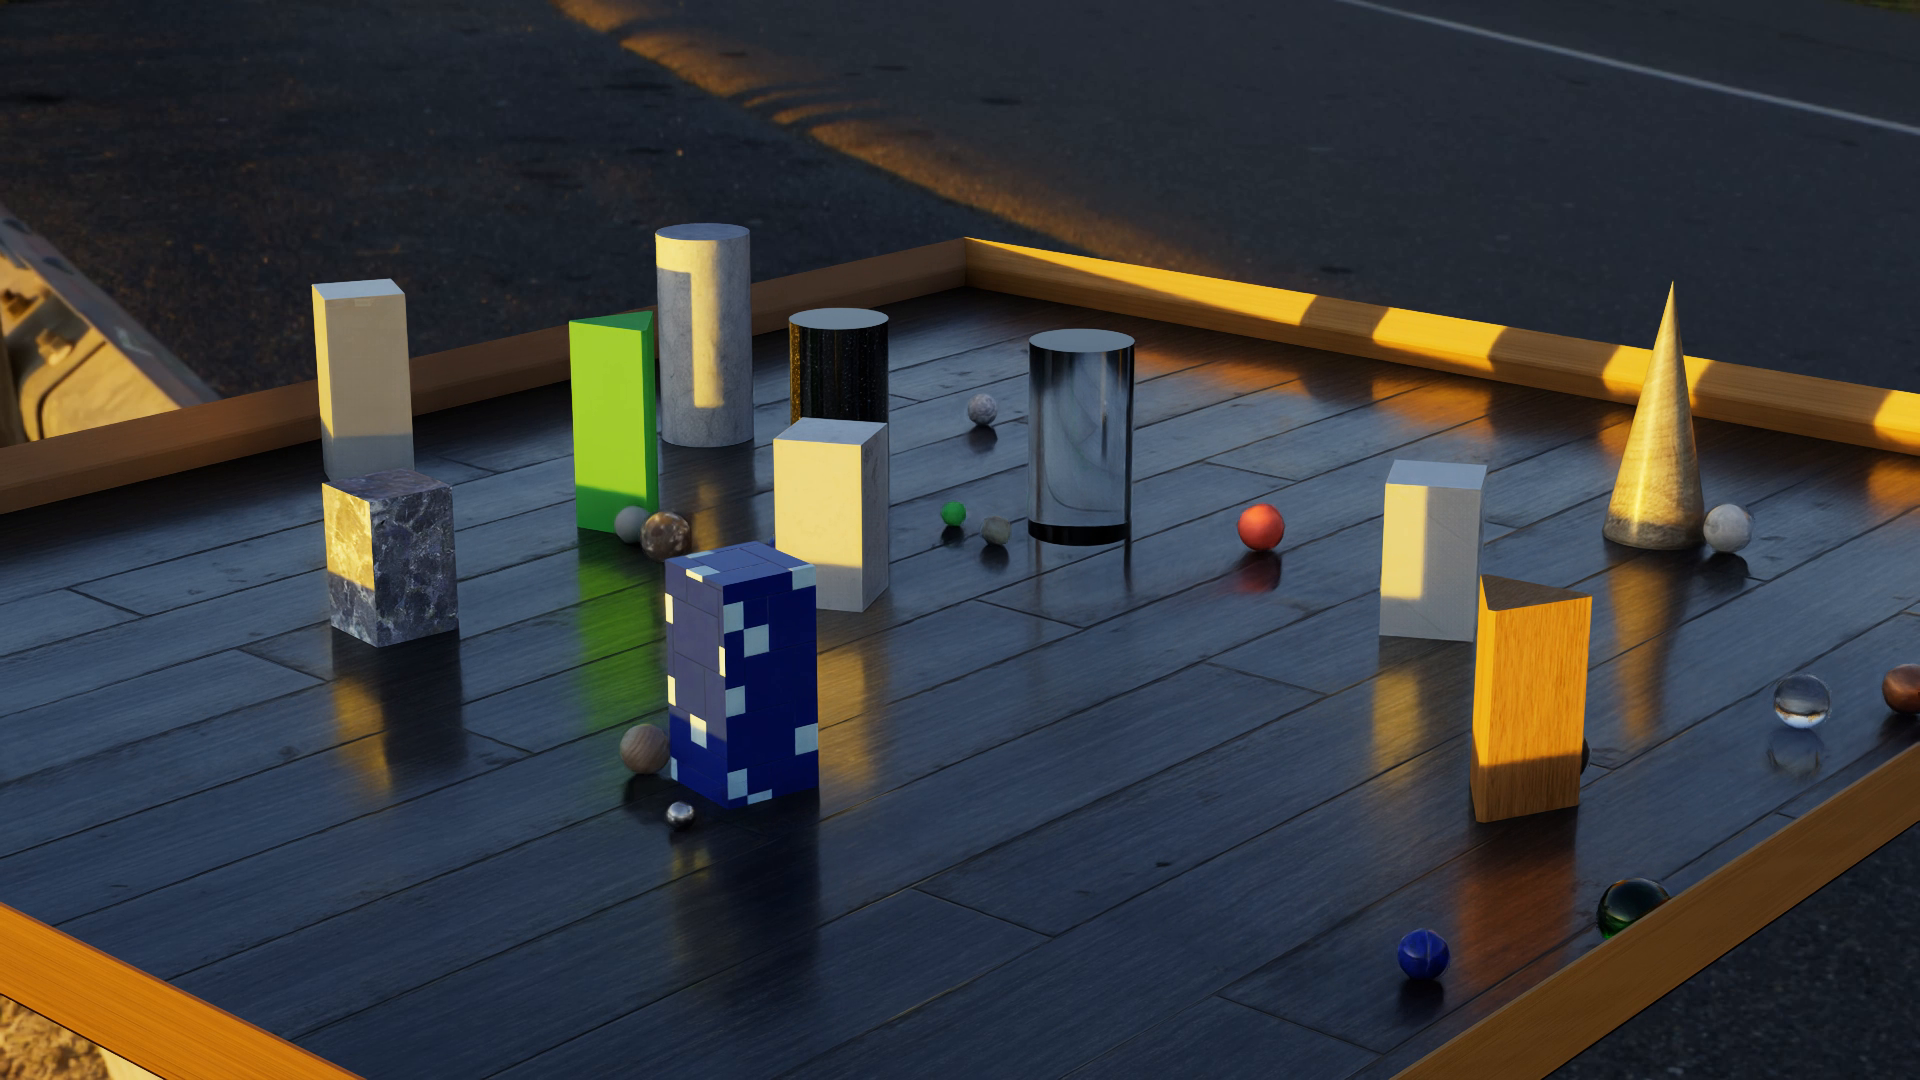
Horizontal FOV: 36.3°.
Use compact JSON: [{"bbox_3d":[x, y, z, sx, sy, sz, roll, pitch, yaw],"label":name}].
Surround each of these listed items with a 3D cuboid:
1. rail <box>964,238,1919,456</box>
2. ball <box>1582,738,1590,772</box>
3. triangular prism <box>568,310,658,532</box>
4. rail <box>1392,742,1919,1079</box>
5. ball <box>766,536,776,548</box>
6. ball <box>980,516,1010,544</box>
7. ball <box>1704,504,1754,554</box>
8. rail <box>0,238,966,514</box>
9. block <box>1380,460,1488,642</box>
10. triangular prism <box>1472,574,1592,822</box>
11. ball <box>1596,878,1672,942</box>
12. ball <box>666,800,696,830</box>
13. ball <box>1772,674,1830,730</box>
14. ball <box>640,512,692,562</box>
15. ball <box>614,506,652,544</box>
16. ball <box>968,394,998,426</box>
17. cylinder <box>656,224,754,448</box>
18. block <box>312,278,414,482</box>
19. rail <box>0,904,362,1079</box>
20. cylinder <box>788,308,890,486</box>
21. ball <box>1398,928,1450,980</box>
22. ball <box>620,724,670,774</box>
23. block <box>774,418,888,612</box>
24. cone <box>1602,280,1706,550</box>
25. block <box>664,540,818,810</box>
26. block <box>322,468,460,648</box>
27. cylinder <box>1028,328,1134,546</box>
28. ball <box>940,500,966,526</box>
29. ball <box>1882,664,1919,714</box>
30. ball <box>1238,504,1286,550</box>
[{"bbox_3d":[1.288,-0.397,6.540,3.422,0.126,0.045,14,22,39],"label":"rail"},{"bbox_3d":[0.868,0.310,4.261,0.092,0.092,0.092,0,17,0],"label":"ball"},{"bbox_3d":[-0.615,-0.222,5.499,0.168,0.395,0.146,9,19,27],"label":"triangular prism"},{"bbox_3d":[1.274,0.351,4.061,0.045,0.126,3.975,14,22,39],"label":"rail"},{"bbox_3d":[-0.316,0.021,5.260,0.068,0.068,0.068,0,17,0],"label":"ball"},{"bbox_3d":[0.065,-0.018,5.416,0.053,0.053,0.053,0,17,0],"label":"ball"},{"bbox_3d":[1.406,-0.021,5.360,0.090,0.090,0.090,0,17,0],"label":"ball"},{"bbox_3d":[-1.274,-0.288,6.179,0.045,0.126,3.975,14,22,39],"label":"rail"},{"bbox_3d":[0.797,0.016,4.936,0.156,0.264,0.156,4,17,13],"label":"block"},{"bbox_3d":[0.779,0.218,4.181,0.168,0.313,0.146,-7,18,-23],"label":"triangular prism"},{"bbox_3d":[0.854,0.475,3.704,0.097,0.097,0.097,0,17,0],"label":"ball"},{"bbox_3d":[-0.390,0.385,4.100,0.041,0.041,0.041,0,17,0],"label":"ball"},{"bbox_3d":[1.286,0.247,4.482,0.085,0.085,0.085,0,17,0],"label":"ball"},{"bbox_3d":[-0.532,-0.006,5.306,0.092,0.092,0.092,0,17,0],"label":"ball"},{"bbox_3d":[-0.601,-0.028,5.415,0.072,0.072,0.072,0,17,0],"label":"ball"},{"bbox_3d":[0.048,-0.277,6.255,0.065,0.065,0.065,0,17,0],"label":"ball"},{"bbox_3d":[-0.531,-0.428,6.116,0.194,0.434,0.194,0,17,0],"label":"cylinder"},{"bbox_3d":[-1.182,-0.310,5.812,0.156,0.382,0.156,-6,18,-20],"label":"block"},{"bbox_3d":[-1.288,0.460,3.700,3.422,0.126,0.045,14,22,39],"label":"rail"},{"bbox_3d":[-0.237,-0.271,5.765,0.194,0.336,0.194,0,17,0],"label":"cylinder"},{"bbox_3d":[0.574,0.514,3.634,0.064,0.064,0.064,0,17,0],"label":"ball"},{"bbox_3d":[-0.462,0.307,4.301,0.075,0.075,0.075,0,17,0],"label":"ball"},{"bbox_3d":[-0.222,-0.045,5.084,0.156,0.297,0.156,5,17,15],"label":"block"},{"bbox_3d":[1.299,-0.242,5.411,0.194,0.485,0.194,0,17,0],"label":"cone"},{"bbox_3d":[-0.314,0.193,4.229,0.156,0.335,0.156,-12,21,-35],"label":"block"},{"bbox_3d":[-0.956,0.027,4.924,0.156,0.250,0.156,-14,22,-39],"label":"block"},{"bbox_3d":[0.224,-0.192,5.450,0.194,0.366,0.194,0,17,0],"label":"cylinder"},{"bbox_3d":[-0.013,-0.050,5.529,0.049,0.049,0.049,0,17,0],"label":"ball"},{"bbox_3d":[1.470,0.232,4.543,0.079,0.079,0.079,0,17,0],"label":"ball"},{"bbox_3d":[0.553,-0.023,5.374,0.086,0.086,0.086,0,17,0],"label":"ball"}]
